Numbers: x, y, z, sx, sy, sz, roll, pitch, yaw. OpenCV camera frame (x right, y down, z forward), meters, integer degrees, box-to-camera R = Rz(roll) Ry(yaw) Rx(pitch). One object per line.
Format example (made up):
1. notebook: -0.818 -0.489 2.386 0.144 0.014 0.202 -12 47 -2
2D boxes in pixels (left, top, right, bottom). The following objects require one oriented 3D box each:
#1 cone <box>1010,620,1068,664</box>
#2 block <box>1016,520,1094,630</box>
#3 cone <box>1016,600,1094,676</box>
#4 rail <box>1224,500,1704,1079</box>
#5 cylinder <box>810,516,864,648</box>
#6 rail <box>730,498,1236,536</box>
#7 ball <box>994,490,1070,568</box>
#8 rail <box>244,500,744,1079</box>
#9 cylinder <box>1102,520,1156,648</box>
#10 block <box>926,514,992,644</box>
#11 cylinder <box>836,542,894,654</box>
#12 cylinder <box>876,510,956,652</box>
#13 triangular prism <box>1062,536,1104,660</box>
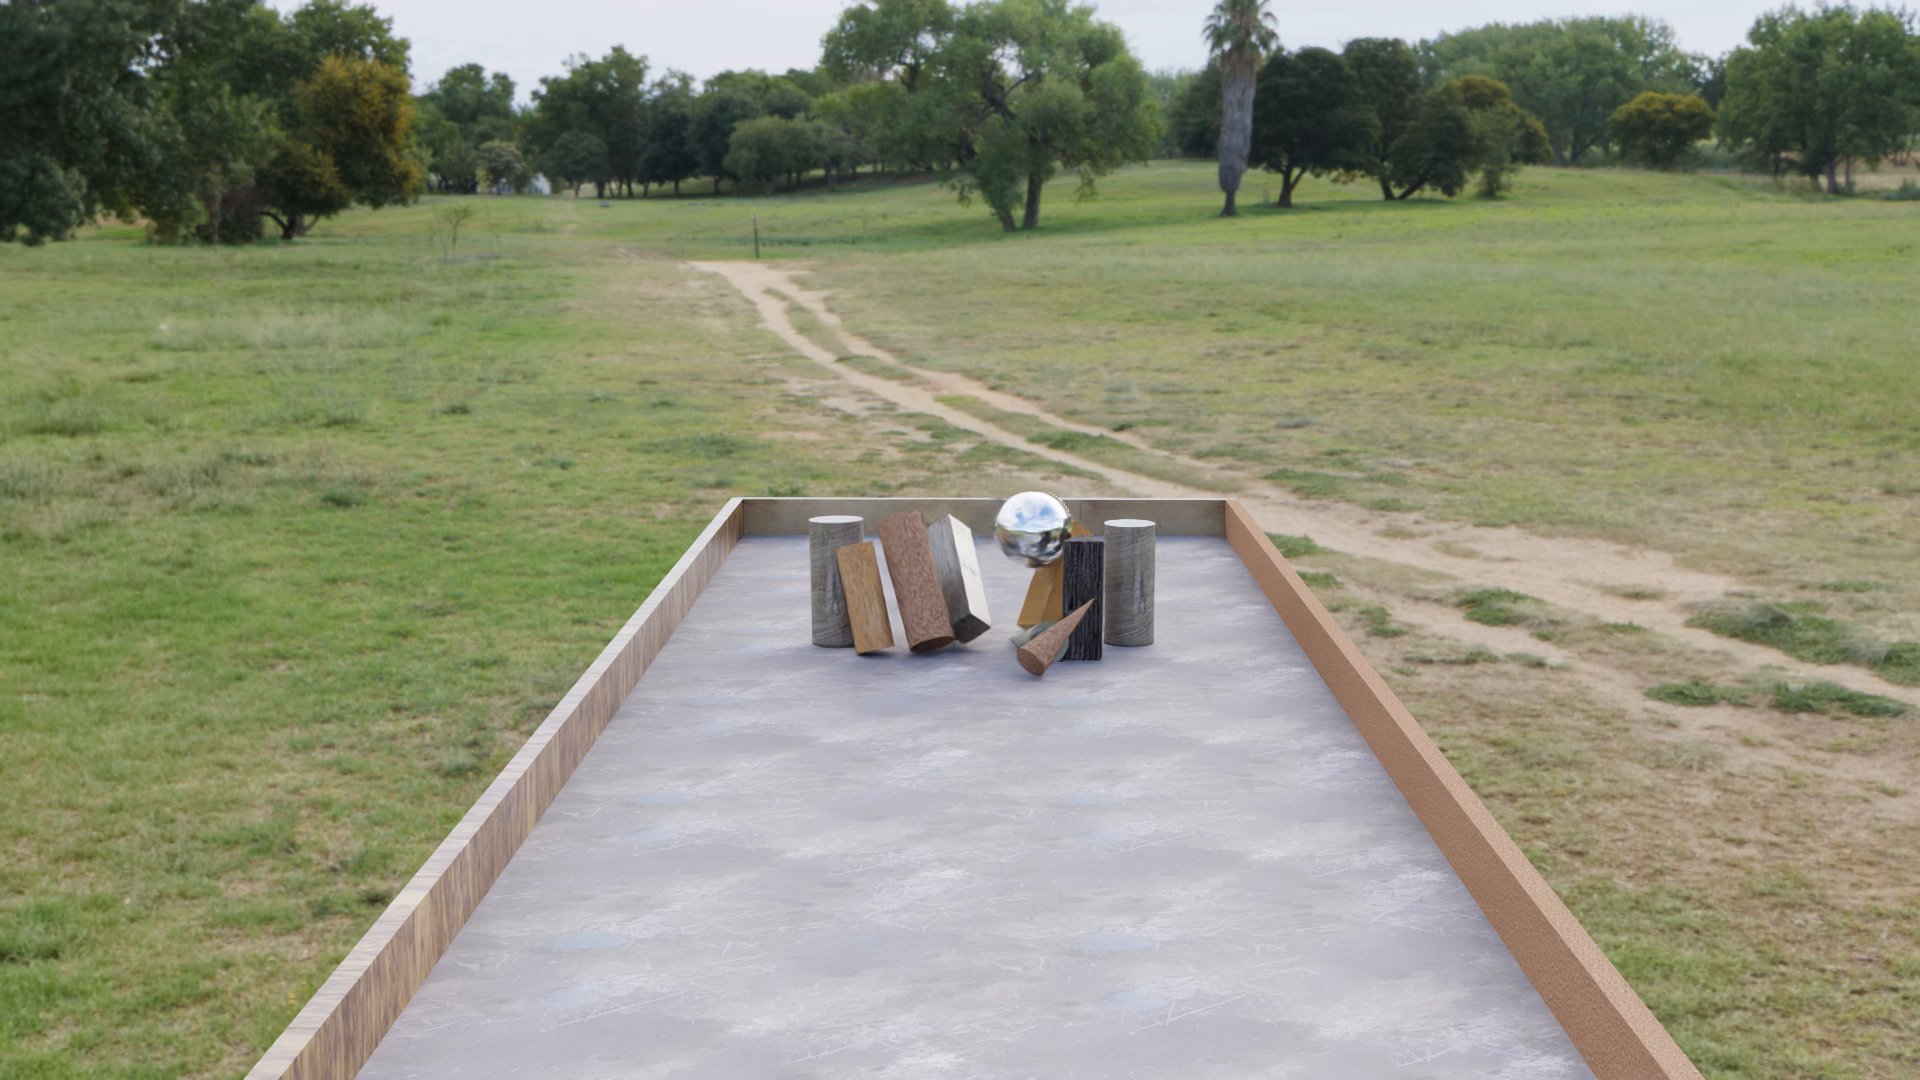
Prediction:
1. cone: 0.211 0.313 6.824 0.128 0.128 0.380 -3 -1 -18
2. block: 0.305 0.126 7.001 0.102 0.368 0.102 -4 -31 47
3. cone: 0.308 0.265 6.537 0.103 0.103 0.323 9 43 46
4. rail: 1.046 0.843 3.208 0.050 0.150 12.000 0 9 1
5. cylinder: -0.385 0.129 6.929 0.171 0.392 0.171 -1 8 0
6. rail: 0.099 -0.098 9.147 2.100 0.150 0.050 0 9 1
7. ball: 0.228 -0.033 6.921 0.243 0.243 0.243 0 9 0
8. rail: -1.004 0.839 3.234 0.050 0.150 12.000 0 9 1
9. cylinder: 0.534 0.135 6.941 0.162 0.381 0.162 0 9 0
10. block: -0.010 0.123 6.979 0.110 0.416 0.110 -33 -45 23
11. cylinder: -0.292 0.177 6.774 0.119 0.330 0.119 -12 -3 -1
12. cylinder: -0.138 0.129 6.812 0.143 0.418 0.143 -14 -17 -5
13. triangular prism: 0.374 0.177 6.726 0.119 0.365 0.103 0 9 0
